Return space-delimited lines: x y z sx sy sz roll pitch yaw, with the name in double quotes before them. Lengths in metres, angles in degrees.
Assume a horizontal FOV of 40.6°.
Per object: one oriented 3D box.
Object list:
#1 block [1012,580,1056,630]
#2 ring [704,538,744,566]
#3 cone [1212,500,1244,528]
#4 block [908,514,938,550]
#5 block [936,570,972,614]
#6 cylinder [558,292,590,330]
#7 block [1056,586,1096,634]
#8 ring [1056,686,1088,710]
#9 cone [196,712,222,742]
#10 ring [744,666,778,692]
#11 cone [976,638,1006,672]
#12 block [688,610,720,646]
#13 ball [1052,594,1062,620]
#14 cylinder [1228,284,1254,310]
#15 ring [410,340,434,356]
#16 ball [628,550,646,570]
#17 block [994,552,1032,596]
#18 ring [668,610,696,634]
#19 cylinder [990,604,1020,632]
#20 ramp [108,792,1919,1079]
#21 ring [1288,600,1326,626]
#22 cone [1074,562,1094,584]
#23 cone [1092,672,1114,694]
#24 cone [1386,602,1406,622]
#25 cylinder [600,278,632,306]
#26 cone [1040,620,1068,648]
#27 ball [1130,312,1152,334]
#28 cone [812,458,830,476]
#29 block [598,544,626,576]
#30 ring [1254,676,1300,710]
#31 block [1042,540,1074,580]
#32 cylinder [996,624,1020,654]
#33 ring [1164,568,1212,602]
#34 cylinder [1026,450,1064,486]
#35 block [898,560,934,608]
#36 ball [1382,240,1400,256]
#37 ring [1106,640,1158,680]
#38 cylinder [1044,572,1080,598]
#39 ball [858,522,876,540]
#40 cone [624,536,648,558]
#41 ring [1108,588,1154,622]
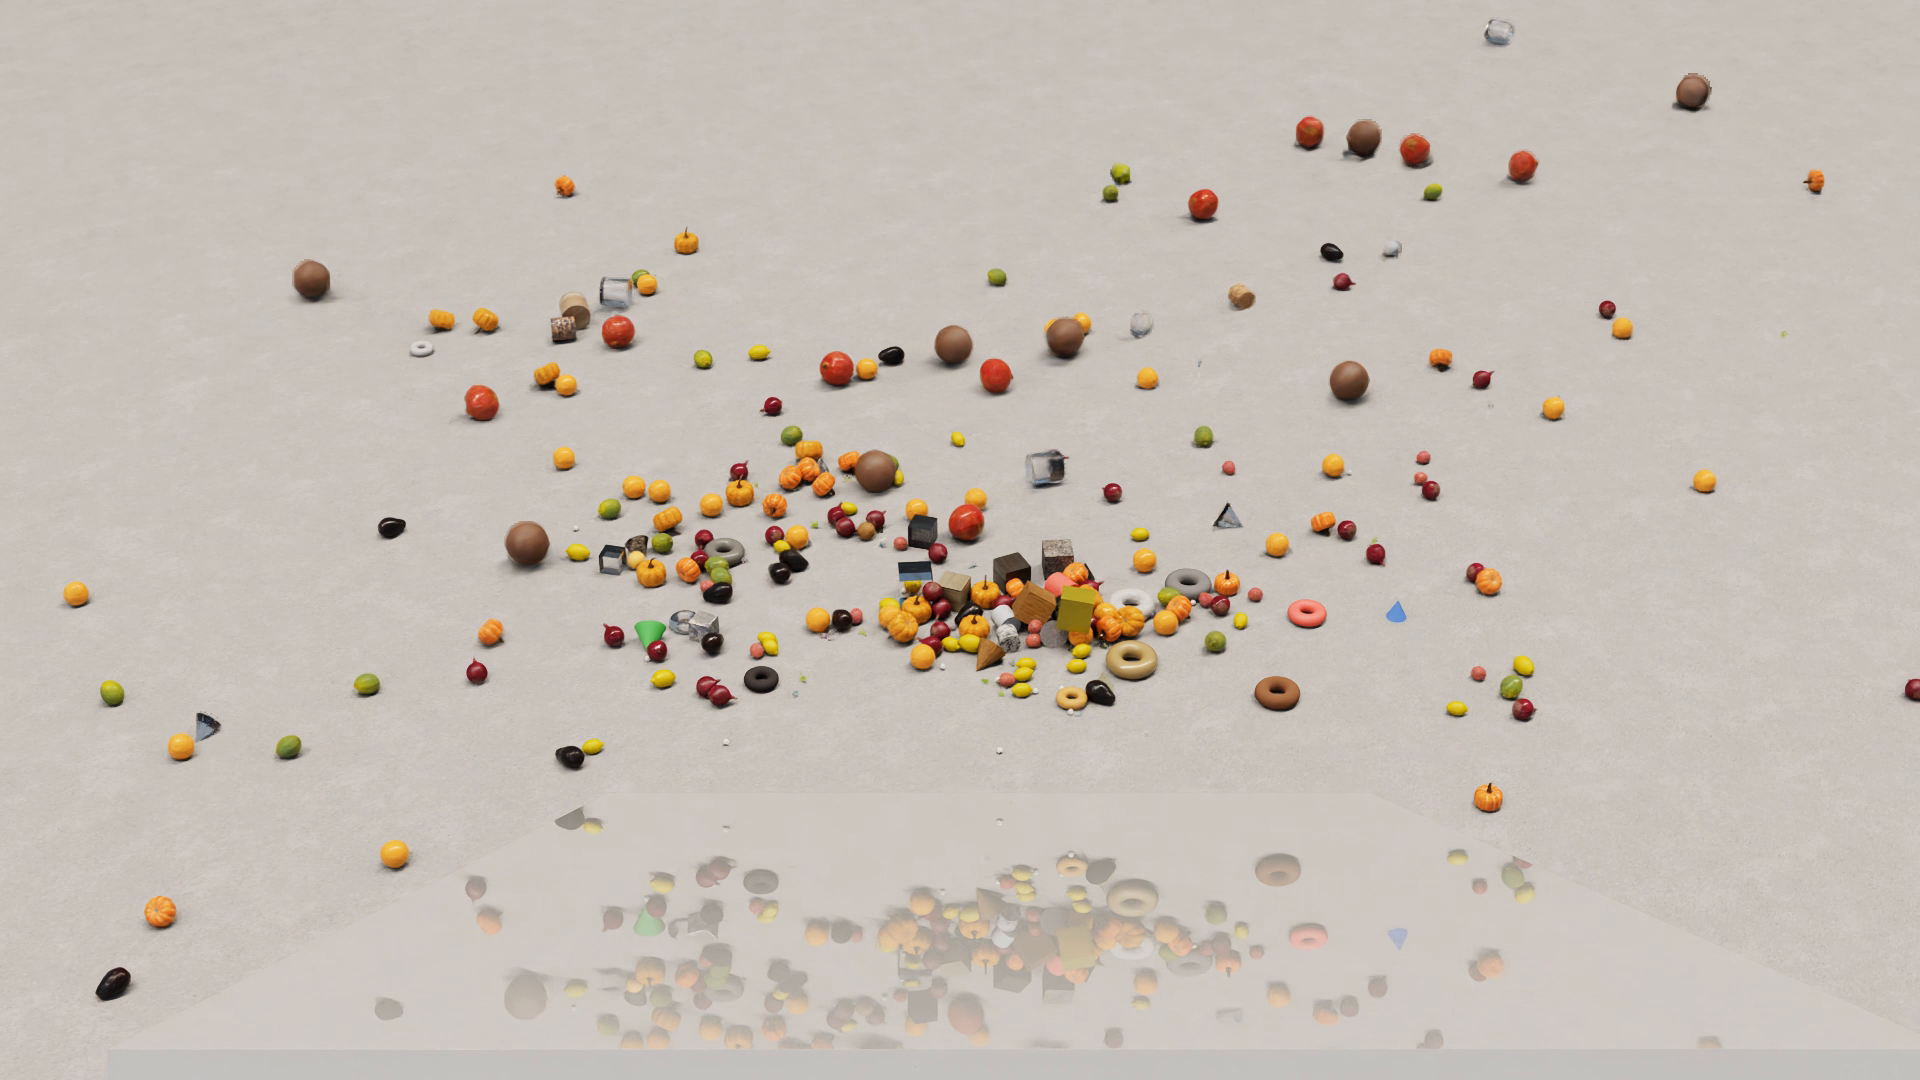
"block" 0.215 0.190 7.520 0.090 0.090 0.090 28 16 -12
"ring" -0.712 0.036 7.833 0.126 0.042 0.126 0 33 0
"cone" 0.836 -0.061 7.977 0.087 0.087 0.087 32 38 -1
"block" -0.113 -0.024 7.893 0.072 0.072 0.072 10 36 14
"block" -0.020 0.152 7.629 0.081 0.081 0.081 13 36 18
"cylinder" -1.334 -0.793 8.991 0.099 0.099 0.099 -8 35 -11
"block" 0.332 0.199 7.430 0.096 0.096 0.096 10 23 2
"ring" 0.312 0.442 7.252 0.089 0.030 0.089 0 33 0
"cone" -2.080 0.525 7.127 0.075 0.075 0.075 14 63 19
"ring" -0.560 0.392 7.322 0.100 0.033 0.100 1 36 -1
"cone" 0.069 0.340 7.391 0.088 0.088 0.088 23 67 29
"block" -0.739 0.253 7.496 0.064 0.064 0.064 14 37 20
"ball" 0.311 0.204 7.539 0.097 0.097 0.097 0 34 0
"cylinder" 0.985 -0.854 9.106 0.069 0.069 0.069 -16 38 -22
"ring" -1.835 -0.652 8.849 0.081 0.027 0.081 1 35 -1
"ball" -0.971 0.060 7.786 0.055 0.055 0.055 0 34 0
"block" 0.154 0.101 7.700 0.084 0.084 0.084 -15 37 -21
"ring" -0.800 0.237 7.549 0.095 0.032 0.095 1 33 0
"cylinder" 0.133 0.233 7.524 0.066 0.066 0.066 -14 37 -20
"ramp" 0.076 0.658 4.811 2.000 0.100 4.000 0 -2 0
"ring" 1.013 0.213 7.579 0.114 0.038 0.114 0 33 0
"cone" 0.373 0.091 7.736 0.060 0.060 0.060 0 34 0
"cone" 0.403 0.393 7.296 0.061 0.061 0.061 0 34 0
"cone" 1.276 0.200 7.578 0.060 0.060 0.060 0 34 0
"cylinder" -1.205 -0.868 9.104 0.095 0.095 0.095 4 35 6
"cone" 0.270 0.266 7.503 0.082 0.082 0.082 -1 8 -1
"ball" 0.623 -0.747 8.943 0.076 0.076 0.076 0 34 0
"cone" -0.441 -0.240 8.225 0.054 0.054 0.054 0 34 0
"block" -1.040 0.060 7.779 0.063 0.063 0.063 8 35 12
"ring" 0.888 0.427 7.263 0.128 0.043 0.128 -1 34 1
"block" 0.292 0.059 7.760 0.086 0.086 0.086 -2 35 -4
"cylinder" 0.139 0.283 7.457 0.060 0.060 0.060 -6 35 -9
"ring" 0.676 0.132 7.689 0.139 0.046 0.139 0 33 0
"cylinder" 0.267 -0.227 8.167 0.098 0.098 0.098 -10 36 -14
"block" -0.131 0.132 7.644 0.098 0.098 0.098 -2 35 -4
"ball" 1.563 -1.058 9.411 0.061 0.061 0.061 0 34 0
"ring" 0.488 0.341 7.382 0.149 0.050 0.149 -1 36 0
"cylinder" 0.302 0.147 7.640 0.077 0.077 0.077 -24 41 -30
"ball" -0.286 -0.028 7.915 0.055 0.055 0.055 0 34 0
"cone" -0.965 0.037 7.838 0.075 0.075 0.075 -14 63 -19
"ring" 0.500 0.191 7.603 0.140 0.047 0.140 -1 35 1
